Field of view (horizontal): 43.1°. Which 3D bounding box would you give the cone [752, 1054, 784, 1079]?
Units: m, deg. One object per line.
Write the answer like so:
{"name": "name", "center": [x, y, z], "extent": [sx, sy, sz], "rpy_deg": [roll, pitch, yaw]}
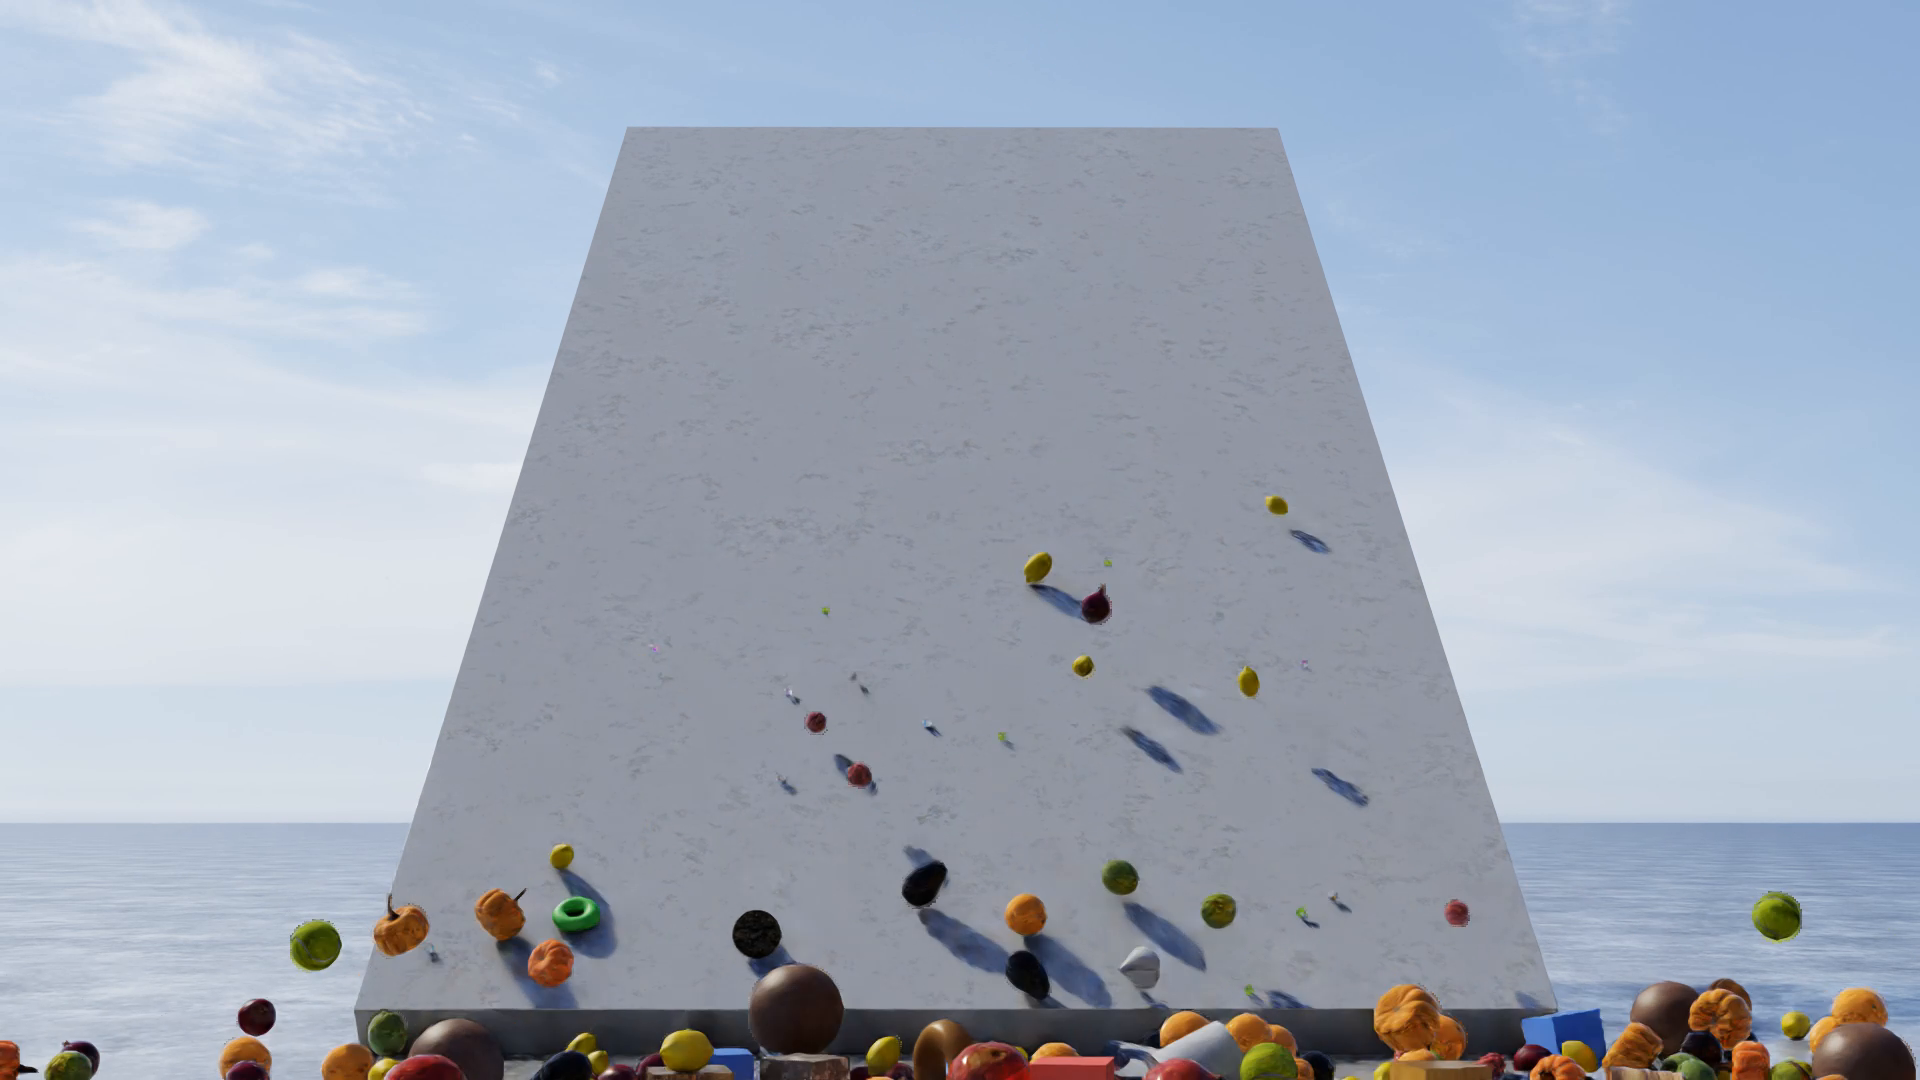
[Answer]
{"name": "cone", "center": [-0.236, 0.756, 3.298], "extent": [0.088, 0.088, 0.088], "rpy_deg": [-3, -34, 26]}

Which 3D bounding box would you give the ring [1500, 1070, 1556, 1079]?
{"name": "ring", "center": [0.821, 0.785, 3.503], "extent": [0.087, 0.029, 0.087], "rpy_deg": [4, -6, 0]}

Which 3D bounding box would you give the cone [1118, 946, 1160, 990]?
{"name": "cone", "center": [0.284, 0.715, 4.046], "extent": [0.072, 0.072, 0.072], "rpy_deg": [-6, -8, 40]}

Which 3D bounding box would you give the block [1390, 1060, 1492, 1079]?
{"name": "block", "center": [0.596, 0.696, 3.008], "extent": [0.092, 0.092, 0.092], "rpy_deg": [2, -7, -18]}

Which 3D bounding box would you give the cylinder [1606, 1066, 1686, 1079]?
{"name": "cylinder", "center": [0.833, 0.688, 2.952], "extent": [0.088, 0.088, 0.088], "rpy_deg": [4, -6, 10]}

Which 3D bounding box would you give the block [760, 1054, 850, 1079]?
{"name": "block", "center": [-0.203, 0.719, 3.170], "extent": [0.084, 0.084, 0.084], "rpy_deg": [-4, -8, 32]}

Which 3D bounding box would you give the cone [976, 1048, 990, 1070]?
{"name": "cone", "center": [-0.010, 0.791, 3.581], "extent": [0.077, 0.077, 0.077], "rpy_deg": [-5, 19, 37]}

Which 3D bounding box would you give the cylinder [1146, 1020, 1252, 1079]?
{"name": "cylinder", "center": [0.300, 0.668, 3.042], "extent": [0.097, 0.097, 0.097], "rpy_deg": [-24, 0, -15]}

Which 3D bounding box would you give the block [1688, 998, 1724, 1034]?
{"name": "block", "center": [1.384, 0.883, 4.508], "extent": [0.060, 0.060, 0.060], "rpy_deg": [-2, -7, 19]}

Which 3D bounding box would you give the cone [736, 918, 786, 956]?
{"name": "cone", "center": [-0.346, 0.668, 4.177], "extent": [0.083, 0.083, 0.083], "rpy_deg": [1, 18, -11]}

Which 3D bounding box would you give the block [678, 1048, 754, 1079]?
{"name": "block", "center": [-0.321, 0.716, 3.178], "extent": [0.091, 0.091, 0.091], "rpy_deg": [1, -7, -10]}

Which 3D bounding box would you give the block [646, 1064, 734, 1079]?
{"name": "block", "center": [-0.325, 0.684, 2.912], "extent": [0.095, 0.095, 0.095], "rpy_deg": [1, -7, -13]}

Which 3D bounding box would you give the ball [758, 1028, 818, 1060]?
{"name": "ball", "center": [-0.250, 0.758, 3.540], "extent": [0.090, 0.090, 0.090], "rpy_deg": [0, -6, 0]}

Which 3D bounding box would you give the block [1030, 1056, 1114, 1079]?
{"name": "block", "center": [0.141, 0.699, 3.037], "extent": [0.094, 0.094, 0.094], "rpy_deg": [-1, -7, 9]}

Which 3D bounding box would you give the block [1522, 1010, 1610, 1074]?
{"name": "block", "center": [0.918, 0.762, 3.682], "extent": [0.084, 0.084, 0.084], "rpy_deg": [-5, -11, -21]}

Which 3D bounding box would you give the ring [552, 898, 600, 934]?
{"name": "ring", "center": [-0.666, 0.651, 4.214], "extent": [0.083, 0.028, 0.083], "rpy_deg": [0, 30, 0]}

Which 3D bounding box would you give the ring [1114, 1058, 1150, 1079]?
{"name": "ring", "center": [0.273, 0.803, 3.667], "extent": [0.087, 0.029, 0.087], "rpy_deg": [-2, -3, 0]}

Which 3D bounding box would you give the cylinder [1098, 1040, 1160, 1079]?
{"name": "cylinder", "center": [0.236, 0.711, 3.190], "extent": [0.092, 0.092, 0.092], "rpy_deg": [6, -3, 30]}

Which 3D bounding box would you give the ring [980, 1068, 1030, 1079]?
{"name": "ring", "center": [0.065, 0.784, 3.512], "extent": [0.093, 0.031, 0.093], "rpy_deg": [3, -3, 0]}

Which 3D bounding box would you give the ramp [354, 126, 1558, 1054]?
{"name": "ramp", "center": [-0.014, -0.202, 5.774], "extent": [2.000, 0.100, 4.000], "rpy_deg": [0, 31, 0]}
